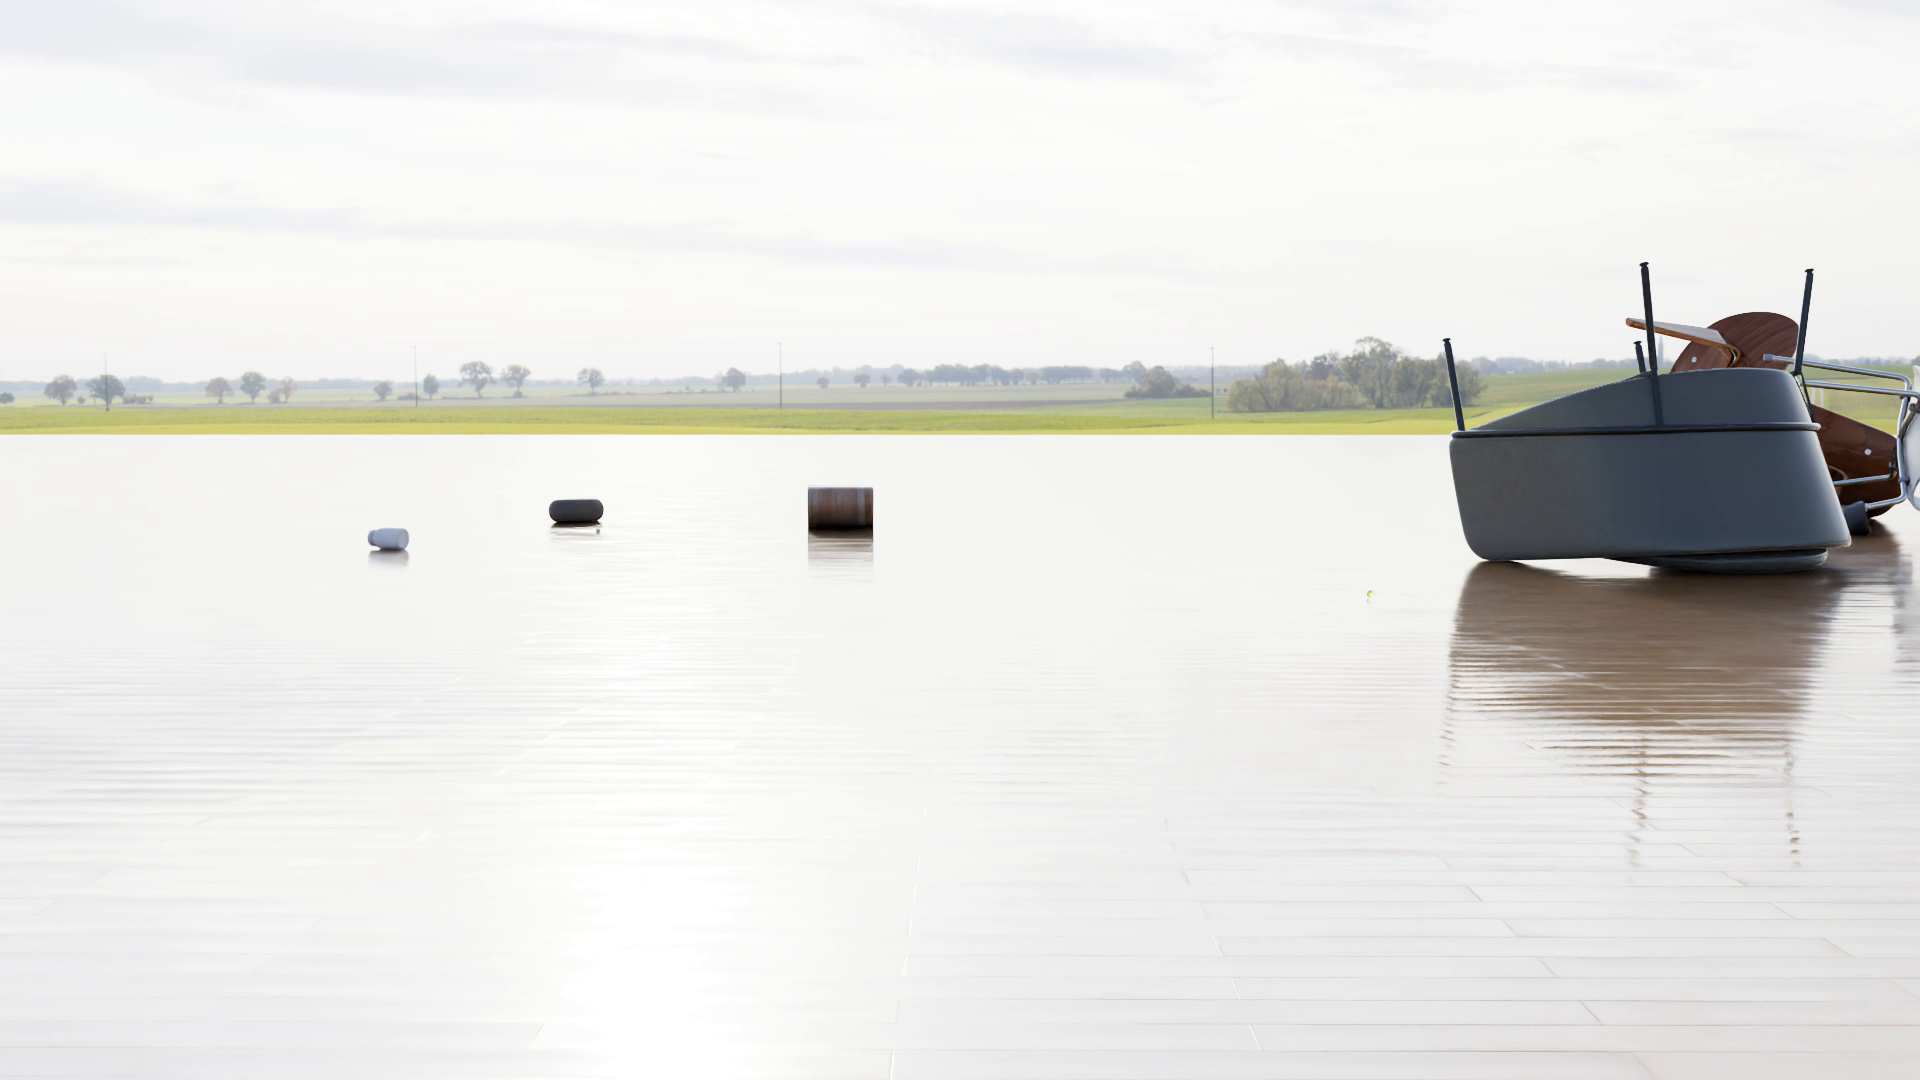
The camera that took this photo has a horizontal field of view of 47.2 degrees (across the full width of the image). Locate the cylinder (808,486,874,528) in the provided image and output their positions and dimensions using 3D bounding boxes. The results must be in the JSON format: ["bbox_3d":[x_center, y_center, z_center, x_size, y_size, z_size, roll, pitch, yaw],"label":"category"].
[{"bbox_3d":[-0.385,-0.107,7.102,0.211,0.129,0.168,0,-21,-3],"label":"cylinder"}]

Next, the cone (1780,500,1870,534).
[{"bbox_3d":[2.687,-0.048,6.859,0.264,0.104,0.124,-11,-19,21],"label":"cone"}]

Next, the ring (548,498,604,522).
[{"bbox_3d":[-1.302,-0.101,7.462,0.155,0.077,0.235,0,3,26],"label":"ring"}]
